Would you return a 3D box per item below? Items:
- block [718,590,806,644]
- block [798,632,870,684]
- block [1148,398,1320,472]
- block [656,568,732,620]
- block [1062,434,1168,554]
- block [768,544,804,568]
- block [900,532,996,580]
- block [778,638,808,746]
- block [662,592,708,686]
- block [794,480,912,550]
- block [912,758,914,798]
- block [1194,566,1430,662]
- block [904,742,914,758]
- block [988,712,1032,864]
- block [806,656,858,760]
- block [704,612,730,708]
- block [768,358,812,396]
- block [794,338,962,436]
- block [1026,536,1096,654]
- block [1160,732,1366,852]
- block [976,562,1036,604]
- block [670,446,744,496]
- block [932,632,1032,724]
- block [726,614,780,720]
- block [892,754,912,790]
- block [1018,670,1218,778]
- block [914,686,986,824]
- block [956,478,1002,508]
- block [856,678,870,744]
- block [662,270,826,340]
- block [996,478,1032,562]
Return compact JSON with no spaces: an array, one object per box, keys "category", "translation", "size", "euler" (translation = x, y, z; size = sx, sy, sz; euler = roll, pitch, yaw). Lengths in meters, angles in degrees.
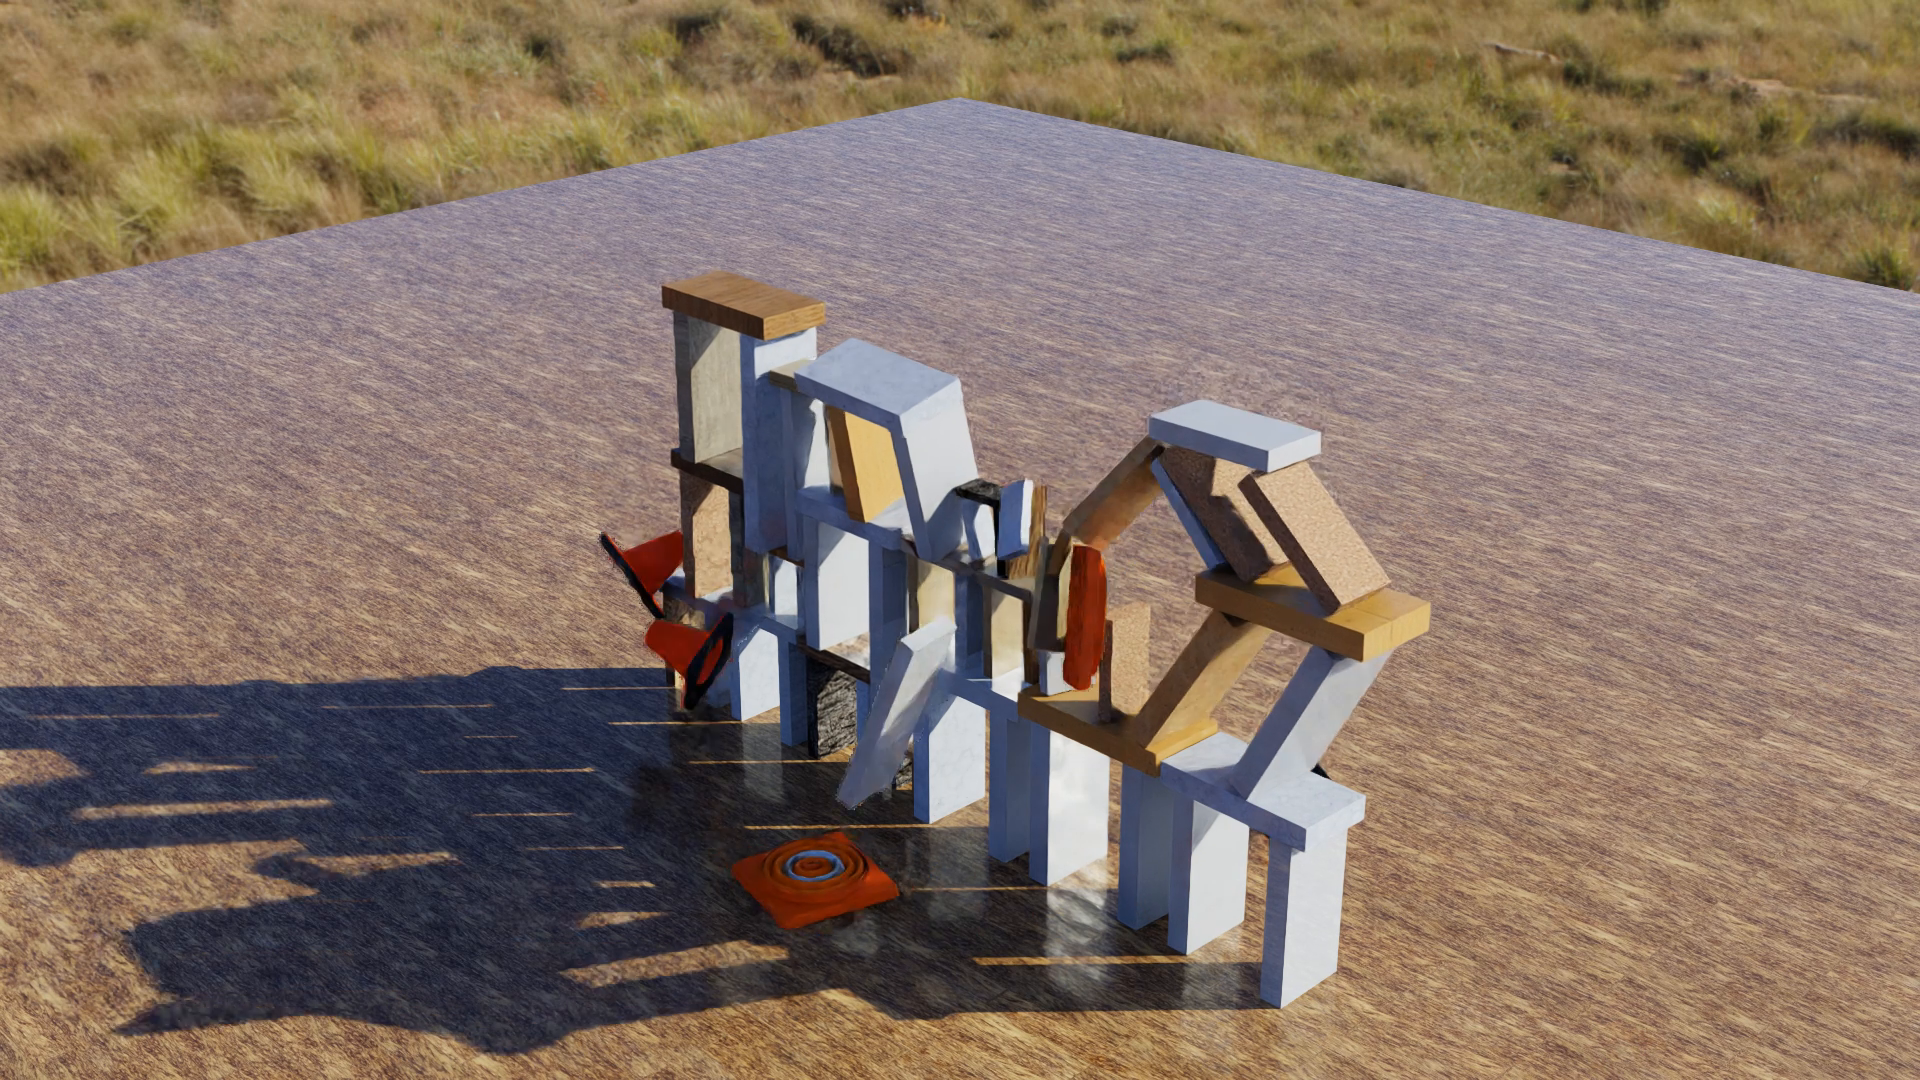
[{"category":"block","translation":[-0.388,0.152,4.717],"size":[0.250,0.035,0.125],"euler":[21,31,41]},{"category":"block","translation":[-0.213,0.234,4.561],"size":[0.118,0.033,0.236],"euler":[-21,31,-41]},{"category":"block","translation":[0.454,-0.175,3.650],"size":[0.131,0.037,0.262],"euler":[-20,27,-38]},{"category":"block","translation":[-0.560,0.113,4.880],"size":[0.224,0.032,0.112],"euler":[21,31,40]},{"category":"block","translation":[0.286,-0.080,3.820],"size":[0.109,0.219,0.031],"euler":[28,19,-52]},{"category":"block","translation":[-0.342,0.024,4.604],"size":[0.135,0.019,0.067],"euler":[21,31,41]},{"category":"block","translation":[-0.013,0.021,4.246],"size":[0.099,0.028,0.197],"euler":[-21,31,-40]},{"category":"block","translation":[-0.329,0.306,4.718],"size":[0.035,0.250,0.125],"euler":[21,31,41]},{"category":"block","translation":[-0.615,0.210,4.979],"size":[0.032,0.224,0.112],"euler":[22,31,40]},{"category":"block","translation":[-0.181,-0.058,4.409],"size":[0.146,0.041,0.292],"euler":[-21,31,-40]},{"category":"block","translation":[-0.078,0.482,4.507],"size":[0.046,0.092,0.013],"euler":[-21,30,-41]},{"category":"block","translation":[0.577,0.102,3.622],"size":[0.175,0.049,0.349],"euler":[-20,28,-39]},{"category":"block","translation":[-0.099,0.426,4.506],"size":[0.046,0.013,0.092],"euler":[-21,31,-41]},{"category":"block","translation":[0.128,0.455,4.282],"size":[0.045,0.317,0.158],"euler":[21,31,41]},{"category":"block","translation":[-0.269,0.337,4.664],"size":[0.033,0.236,0.118],"euler":[21,31,41]},{"category":"block","translation":[-0.509,0.251,4.882],"size":[0.032,0.224,0.112],"euler":[22,31,40]},{"category":"block","translation":[-0.272,-0.316,4.394],"size":[0.207,0.029,0.103],"euler":[19,29,37]},{"category":"block","translation":[-0.154,-0.288,4.085],"size":[0.150,0.043,0.301],"euler":[-34,40,-30]},{"category":"block","translation":[0.186,0.102,4.015],"size":[0.102,0.203,0.029],"euler":[9,-2,-27]},{"category":"block","translation":[0.526,0.436,3.842],"size":[0.162,0.046,0.325],"euler":[-20,30,-39]},{"category":"block","translation":[0.116,0.079,4.131],"size":[0.082,0.023,0.164],"euler":[-21,31,-40]},{"category":"block","translation":[-0.483,-0.158,4.682],"size":[0.131,0.037,0.262],"euler":[-21,31,-40]},{"category":"block","translation":[0.054,0.260,4.280],"size":[0.317,0.045,0.158],"euler":[21,31,41]},{"category":"block","translation":[-0.447,0.260,4.827],"size":[0.035,0.250,0.125],"euler":[21,31,41]},{"category":"block","translation":[-0.121,0.465,4.547],"size":[0.046,0.092,0.013],"euler":[-21,31,-41]},{"category":"block","translation":[0.288,0.329,4.053],"size":[0.170,0.048,0.340],"euler":[-21,31,-40]},{"category":"block","translation":[-0.021,0.397,4.420],"size":[0.045,0.317,0.158],"euler":[21,31,41]},{"category":"block","translation":[0.057,-0.086,4.130],"size":[0.120,0.017,0.060],"euler":[18,29,38]},{"category":"block","translation":[-0.159,0.381,4.561],"size":[0.033,0.236,0.118],"euler":[21,31,41]},{"category":"block","translation":[-0.445,-0.483,4.507],"size":[0.163,0.046,0.326],"euler":[-21,31,-41]},{"category":"block","translation":[0.099,-0.036,3.983],"size":[0.020,0.138,0.069],"euler":[17,-23,-32]}]
